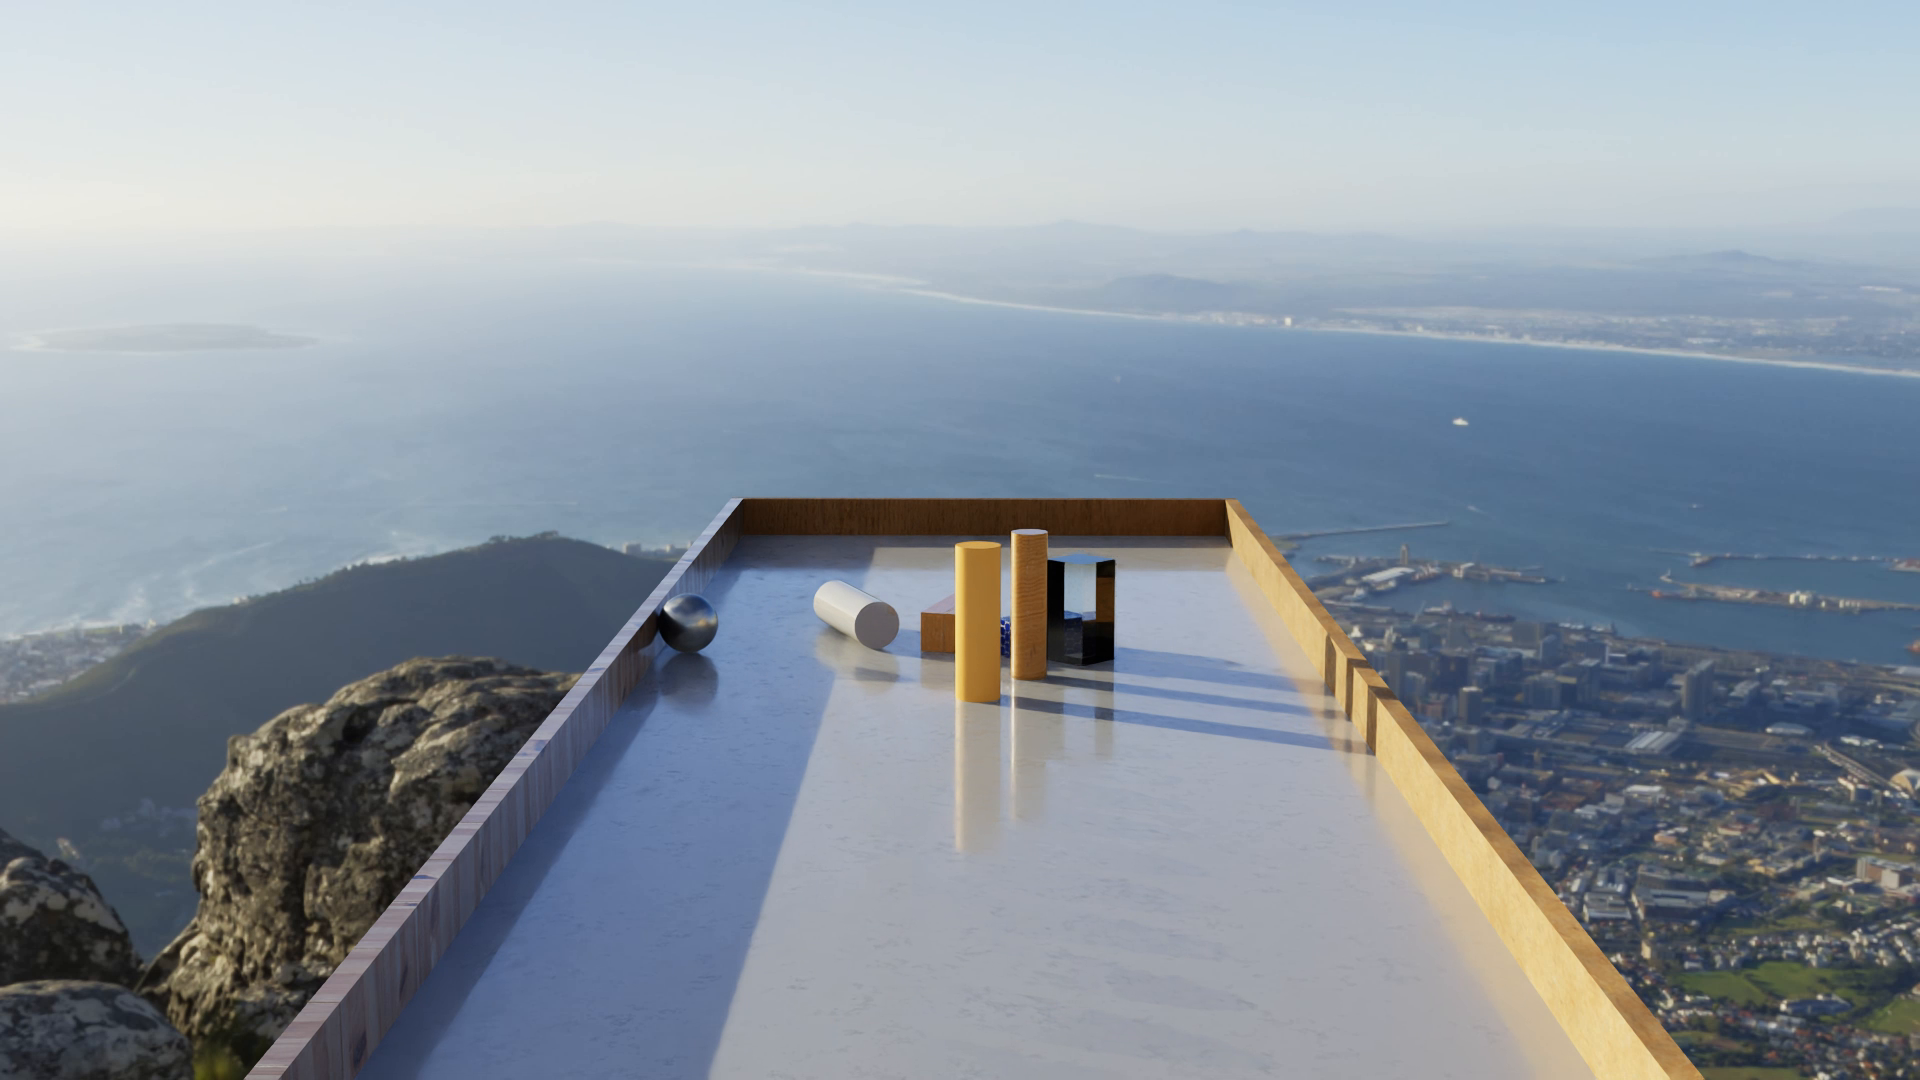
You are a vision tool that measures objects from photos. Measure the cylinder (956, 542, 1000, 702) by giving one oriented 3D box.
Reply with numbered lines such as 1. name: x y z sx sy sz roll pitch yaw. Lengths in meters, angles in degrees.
1. cylinder: 0.051 0.229 6.174 0.128 0.436 0.128 0 9 0

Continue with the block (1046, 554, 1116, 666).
1. block: 0.366 0.211 6.686 0.147 0.310 0.147 9 13 44

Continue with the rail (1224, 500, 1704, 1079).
1. rail: 1.046 0.843 3.208 0.050 0.150 12.000 0 9 1

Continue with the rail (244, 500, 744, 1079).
1. rail: -1.004 0.839 3.234 0.050 0.150 12.000 0 9 1

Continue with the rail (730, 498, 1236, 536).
1. rail: 0.099 -0.098 9.147 2.100 0.150 0.050 0 9 1

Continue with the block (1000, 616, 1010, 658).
1. block: 0.274 0.290 6.821 0.322 0.112 0.112 -5 10 -31

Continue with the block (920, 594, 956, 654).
1. block: -0.013 0.262 6.967 0.122 0.122 0.337 3 9 17

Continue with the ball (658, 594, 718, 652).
1. ball: -0.840 0.257 6.800 0.184 0.184 0.184 0 9 0

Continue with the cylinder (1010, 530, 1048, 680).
1. cylinder: 0.202 0.189 6.437 0.107 0.432 0.107 0 9 0

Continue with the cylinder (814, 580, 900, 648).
1. cylinder: -0.335 0.236 7.045 0.149 0.149 0.413 -4 10 -21
